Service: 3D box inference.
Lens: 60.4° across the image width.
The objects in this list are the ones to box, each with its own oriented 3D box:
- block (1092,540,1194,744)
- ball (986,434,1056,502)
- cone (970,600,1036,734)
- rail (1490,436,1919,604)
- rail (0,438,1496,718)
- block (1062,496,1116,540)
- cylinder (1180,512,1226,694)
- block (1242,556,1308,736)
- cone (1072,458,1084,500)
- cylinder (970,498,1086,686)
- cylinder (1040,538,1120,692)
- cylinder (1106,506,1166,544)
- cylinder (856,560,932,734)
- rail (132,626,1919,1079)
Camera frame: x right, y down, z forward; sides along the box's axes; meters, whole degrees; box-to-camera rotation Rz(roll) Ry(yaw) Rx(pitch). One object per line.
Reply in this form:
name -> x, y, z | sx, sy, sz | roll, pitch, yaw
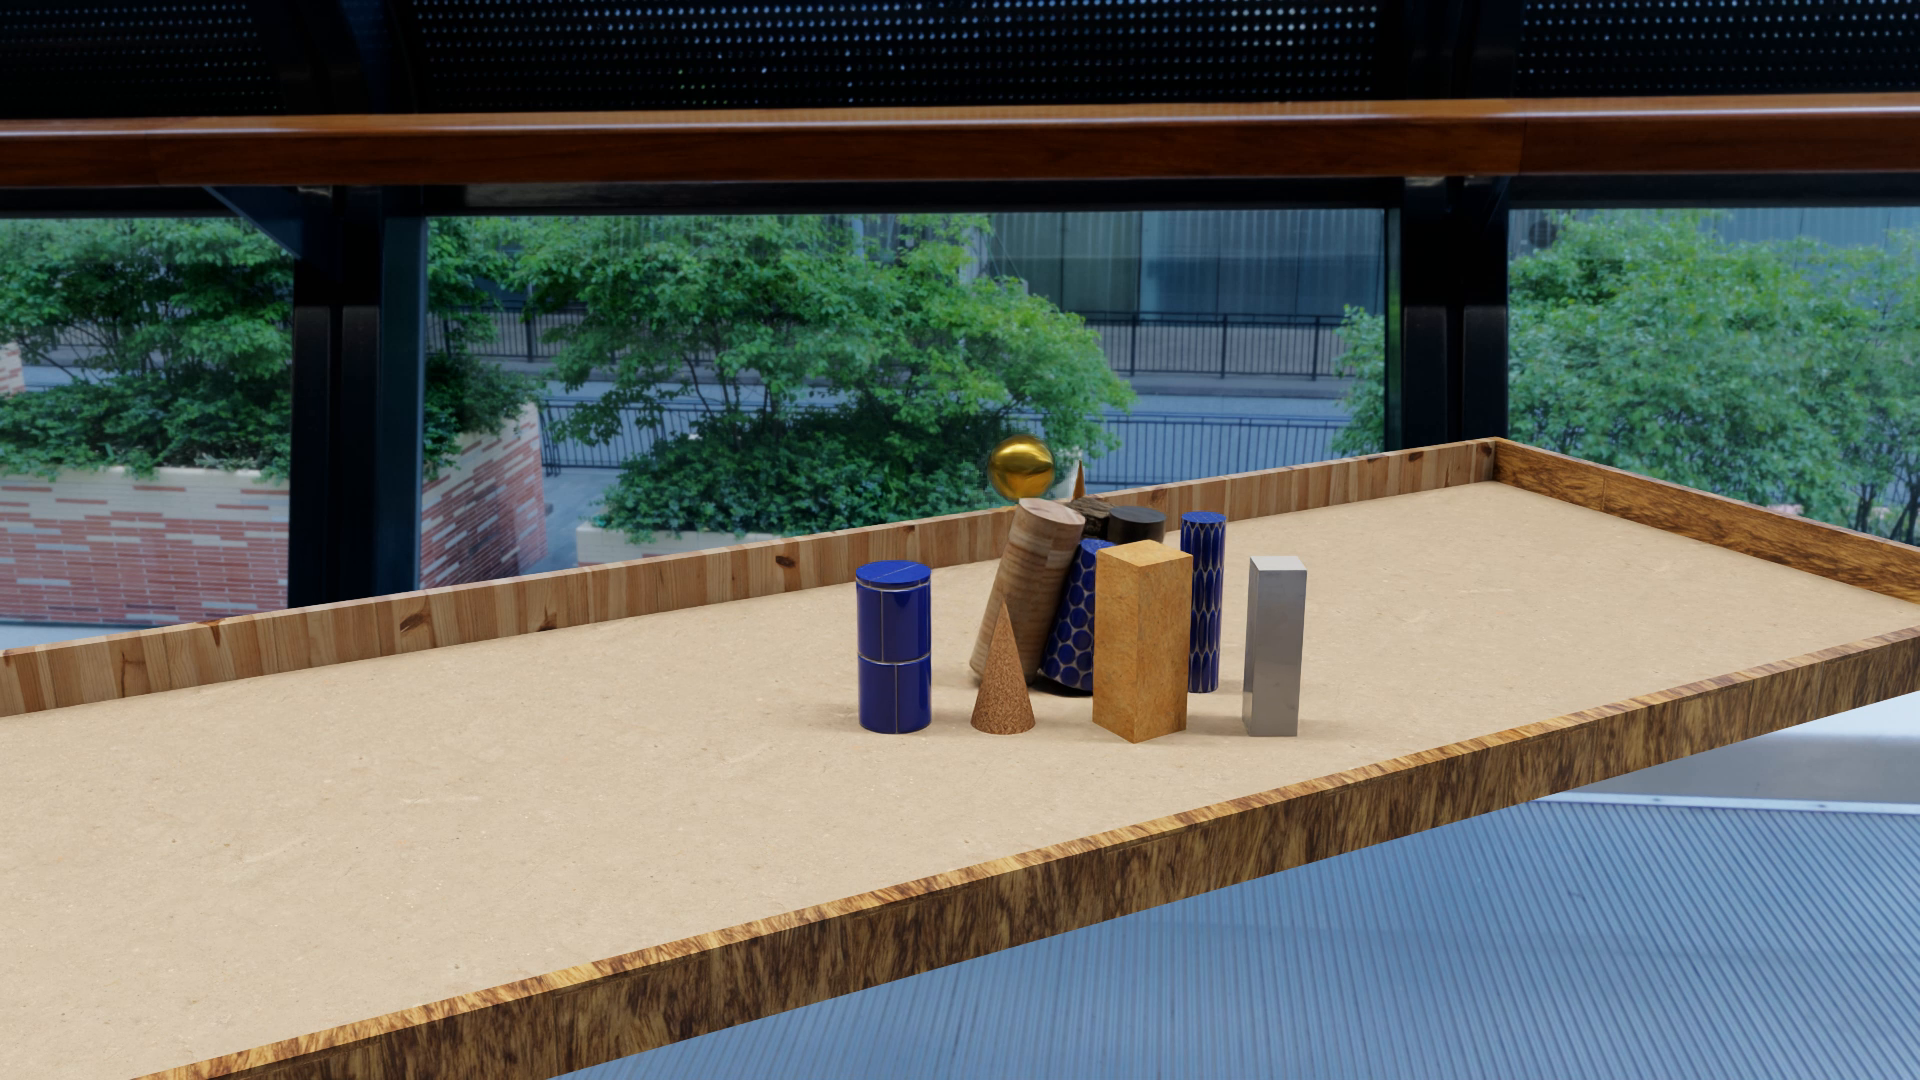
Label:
block -> 0.420, 0.232, 3.812 | 0.156, 0.424, 0.156 | -10, 19, -32
ball -> 0.197, -0.228, 5.281 | 0.222, 0.222, 0.222 | 0, 16, 0
cone -> 0.102, 0.279, 3.848 | 0.153, 0.315, 0.153 | 0, 16, 0
rail -> 2.466, -0.048, 5.253 | 0.050, 0.150, 2.100 | -9, 18, -27
rail -> -3.305, 0.497, 3.399 | 12.000, 0.150, 0.050 | -9, 18, -27
block -> 0.338, 0.079, 4.437 | 0.140, 0.351, 0.140 | 17, 21, 33
cylinder -> 0.591, 0.154, 4.058 | 0.108, 0.436, 0.108 | 0, 16, 0
block -> 0.723, 0.246, 3.804 | 0.108, 0.403, 0.108 | 0, 16, -1
cone -> 0.325, -0.011, 4.578 | 0.134, 0.454, 0.134 | 1, 18, 0
cylinder -> 0.165, 0.130, 4.080 | 0.171, 0.439, 0.171 | 15, 17, -5
cylinder -> 0.330, 0.185, 4.071 | 0.179, 0.333, 0.179 | 16, 16, -4
cylinder -> 0.448, 0.105, 4.337 | 0.148, 0.362, 0.148 | 4, 18, -1
cylinder -> -0.153, 0.249, 3.852 | 0.174, 0.369, 0.174 | 0, 16, 0
rail -> -2.336, 1.006, 1.665 | 12.000, 0.150, 0.050 | -9, 18, -27
